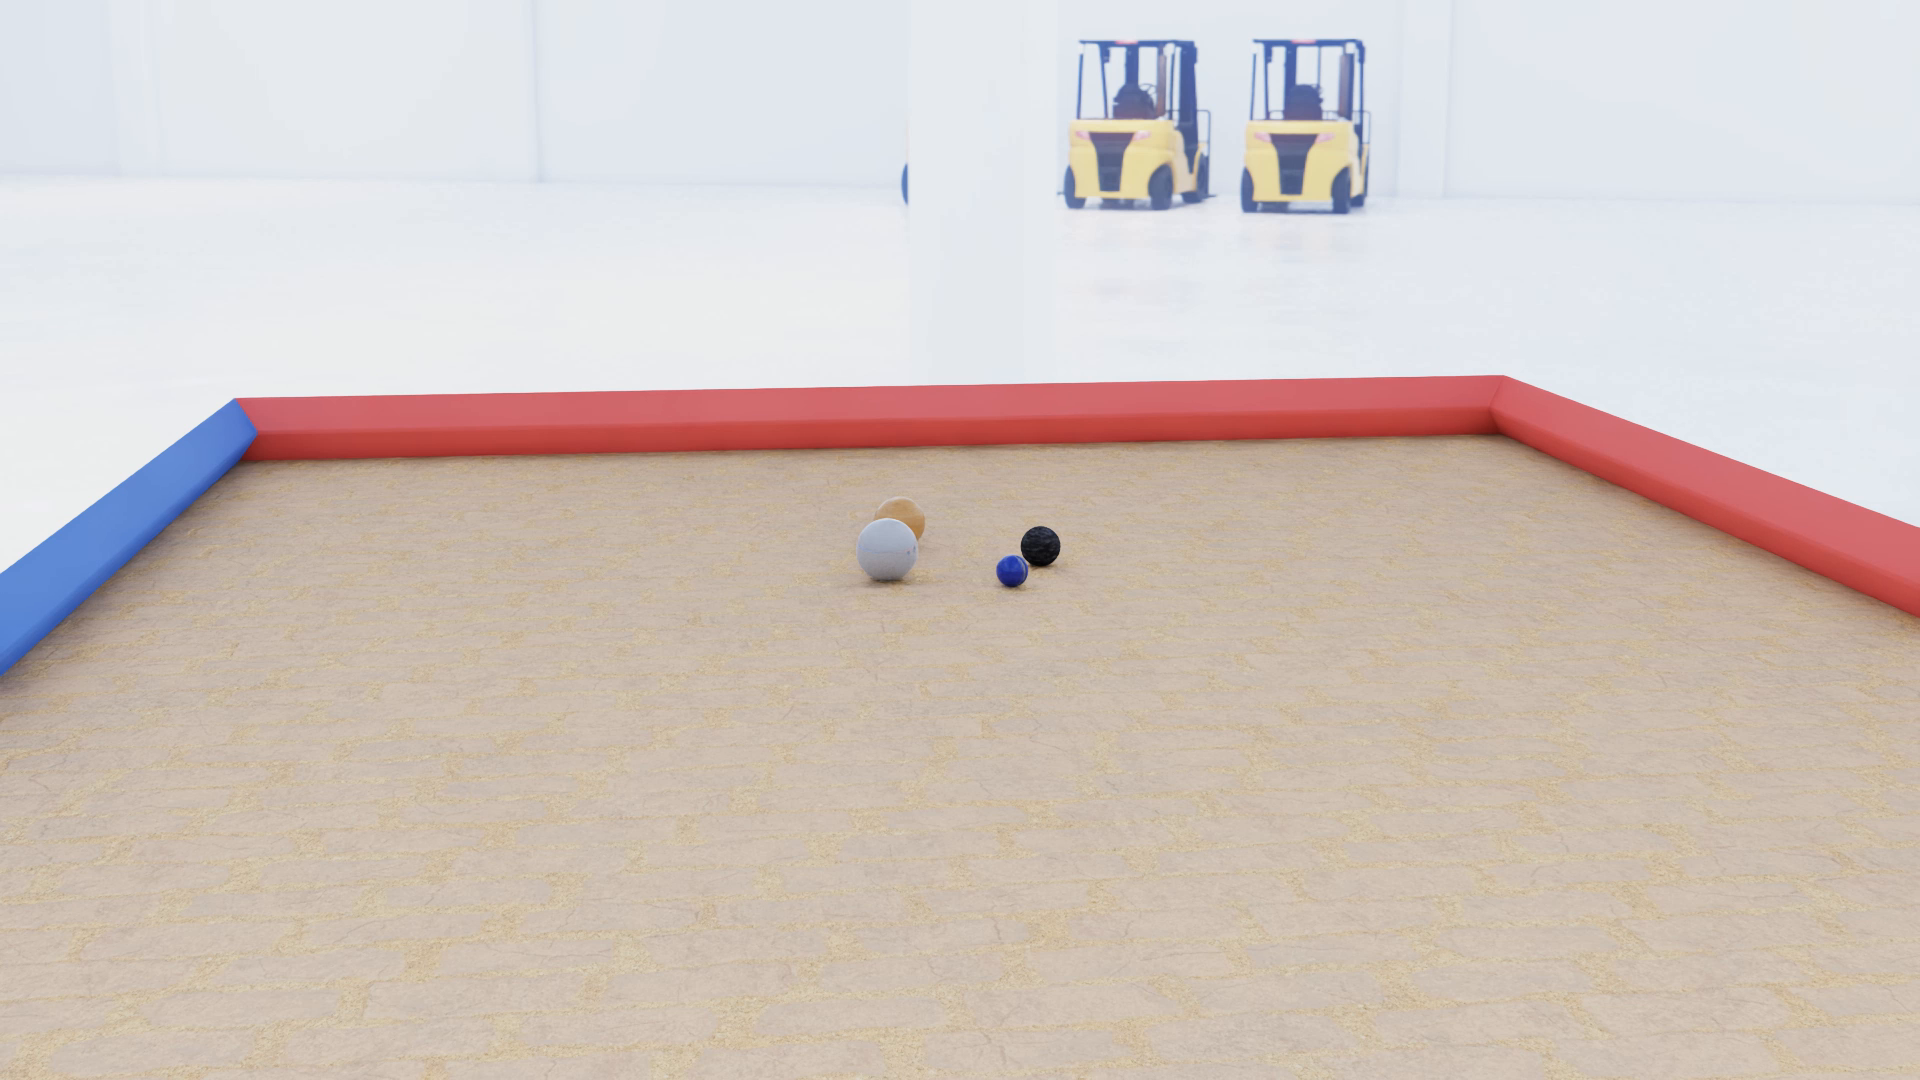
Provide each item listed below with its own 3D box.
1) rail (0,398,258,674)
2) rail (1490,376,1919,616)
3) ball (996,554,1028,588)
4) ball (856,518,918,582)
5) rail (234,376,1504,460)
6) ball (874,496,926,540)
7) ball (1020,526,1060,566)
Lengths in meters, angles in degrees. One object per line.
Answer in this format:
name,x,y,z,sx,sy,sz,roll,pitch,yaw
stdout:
rail,-1.018,0.213,2.006,0.045,0.112,3.957,-2,12,-7
rail,1.269,0.151,2.292,0.045,0.112,3.957,-2,12,-7
ball,0.070,0.041,2.971,0.044,0.044,0.044,0,12,0
ball,-0.100,0.013,3.002,0.086,0.086,0.086,0,12,0
rail,-0.123,-0.224,4.045,2.352,0.112,0.045,-2,12,-7
ball,-0.088,-0.026,3.209,0.076,0.076,0.076,0,12,0
ball,0.113,0.009,3.094,0.057,0.057,0.057,0,12,0
